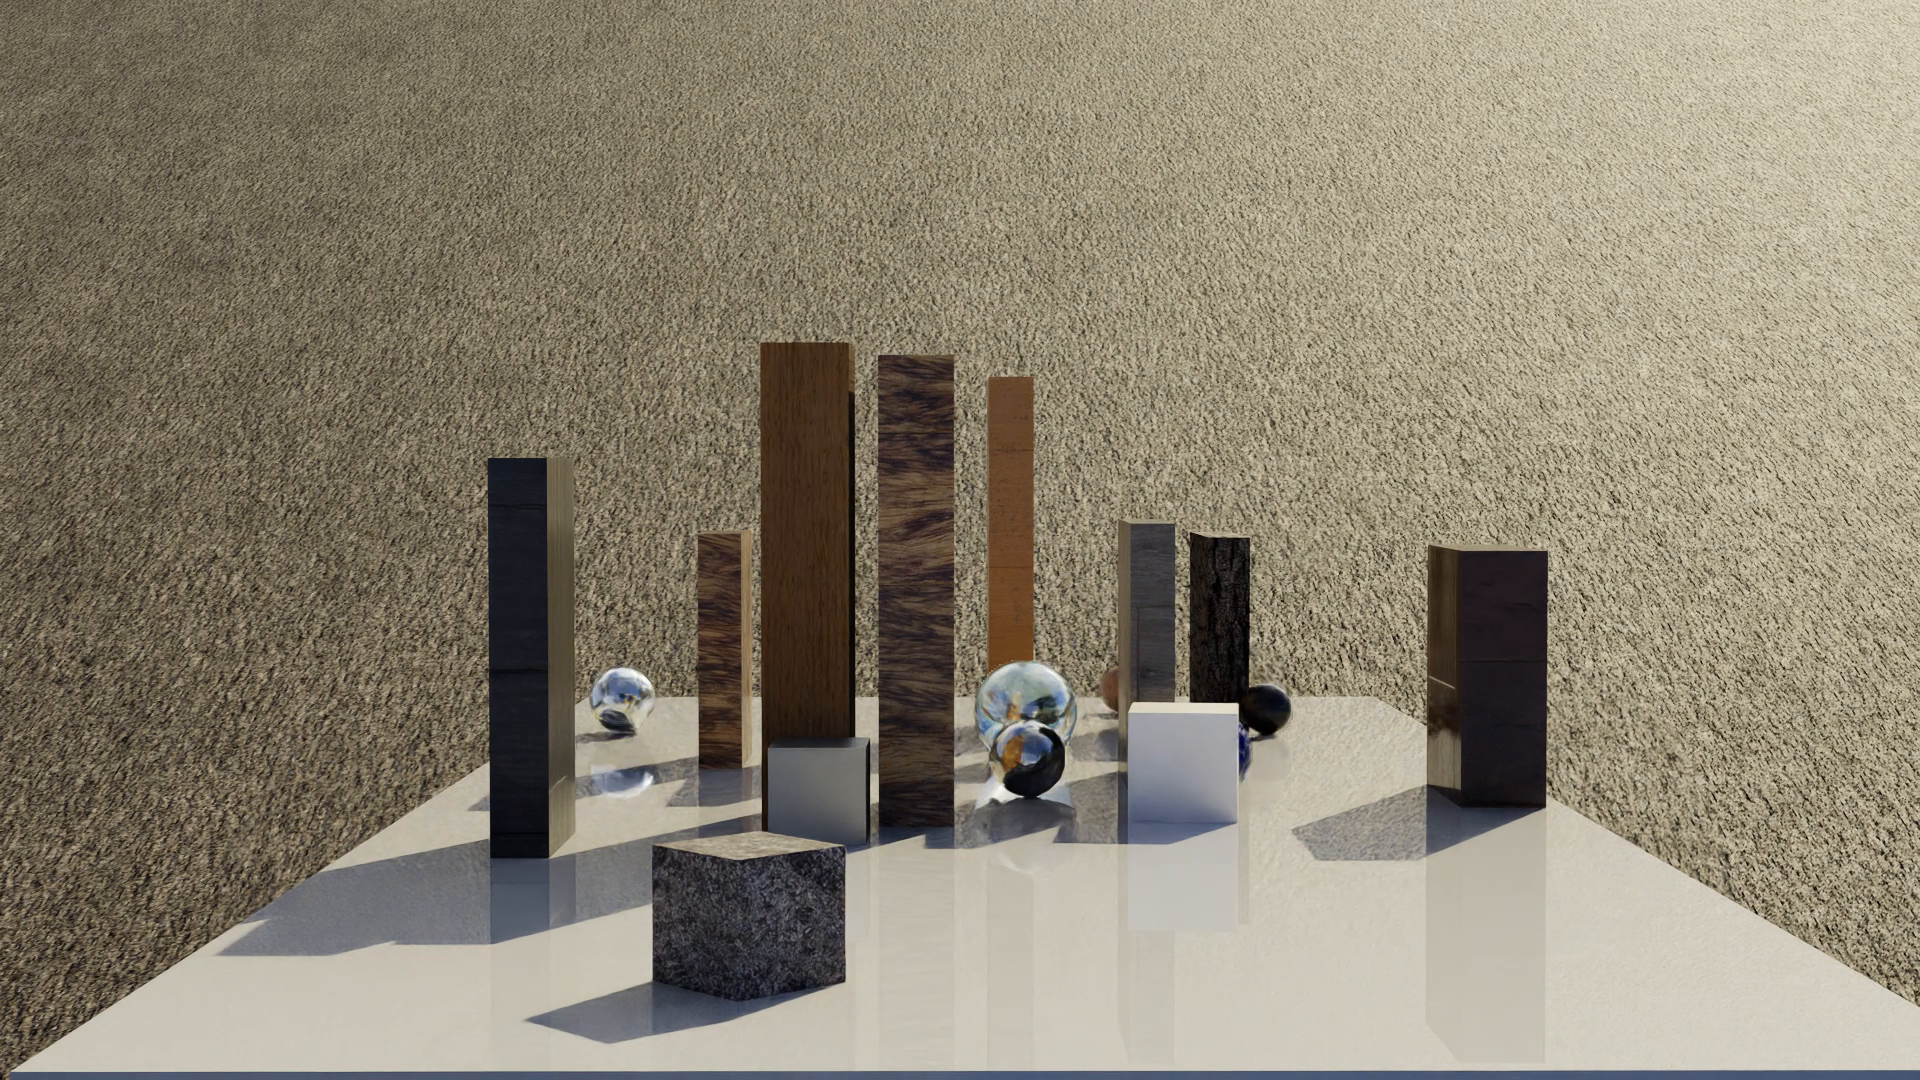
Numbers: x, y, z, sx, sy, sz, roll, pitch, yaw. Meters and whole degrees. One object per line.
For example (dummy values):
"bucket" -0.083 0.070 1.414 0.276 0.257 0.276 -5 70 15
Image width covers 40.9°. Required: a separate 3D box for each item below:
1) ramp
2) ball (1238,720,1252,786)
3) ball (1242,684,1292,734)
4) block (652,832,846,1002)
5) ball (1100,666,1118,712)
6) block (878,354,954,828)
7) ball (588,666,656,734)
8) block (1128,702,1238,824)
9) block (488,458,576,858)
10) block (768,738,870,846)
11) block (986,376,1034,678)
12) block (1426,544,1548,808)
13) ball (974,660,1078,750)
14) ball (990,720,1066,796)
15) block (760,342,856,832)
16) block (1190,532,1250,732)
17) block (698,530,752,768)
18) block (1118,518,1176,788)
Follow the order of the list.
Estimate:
"ramp" 0.057 0.512 4.554 2.000 0.100 4.000 0 2 0
"ball" 0.434 0.378 4.576 0.167 0.167 0.167 0 25 0
"ball" 0.674 0.371 5.670 0.111 0.111 0.111 0 25 0
"block" -0.245 0.433 2.988 0.159 0.159 0.159 -2 2 -43
"ball" 0.389 0.355 6.131 0.114 0.114 0.114 0 25 0
"block" -0.072 0.080 4.392 0.124 0.775 0.327 0 2 0
"ball" -0.747 0.354 5.697 0.146 0.146 0.146 0 25 0
"block" 0.381 0.376 4.382 0.182 0.182 0.182 0 2 6
"block" -0.669 0.175 4.038 0.090 0.607 0.271 0 2 0
"block" -0.223 0.400 4.114 0.153 0.153 0.153 0 2 1
"block" 0.109 0.035 5.710 0.095 0.780 0.401 0 2 0
"block" 0.943 0.236 4.627 0.148 0.446 0.326 0 2 0
"ball" 0.130 0.342 5.111 0.206 0.206 0.206 0 25 0
"ball" 0.121 0.391 4.621 0.137 0.137 0.137 0 25 0
"block" -0.252 0.073 4.307 0.143 0.794 0.252 0 2 0
"block" 0.595 0.203 5.929 0.093 0.431 0.437 0 2 0
"block" -0.469 0.214 5.162 0.084 0.459 0.255 0 2 0
"block" 0.347 0.209 4.816 0.080 0.489 0.352 0 2 0
